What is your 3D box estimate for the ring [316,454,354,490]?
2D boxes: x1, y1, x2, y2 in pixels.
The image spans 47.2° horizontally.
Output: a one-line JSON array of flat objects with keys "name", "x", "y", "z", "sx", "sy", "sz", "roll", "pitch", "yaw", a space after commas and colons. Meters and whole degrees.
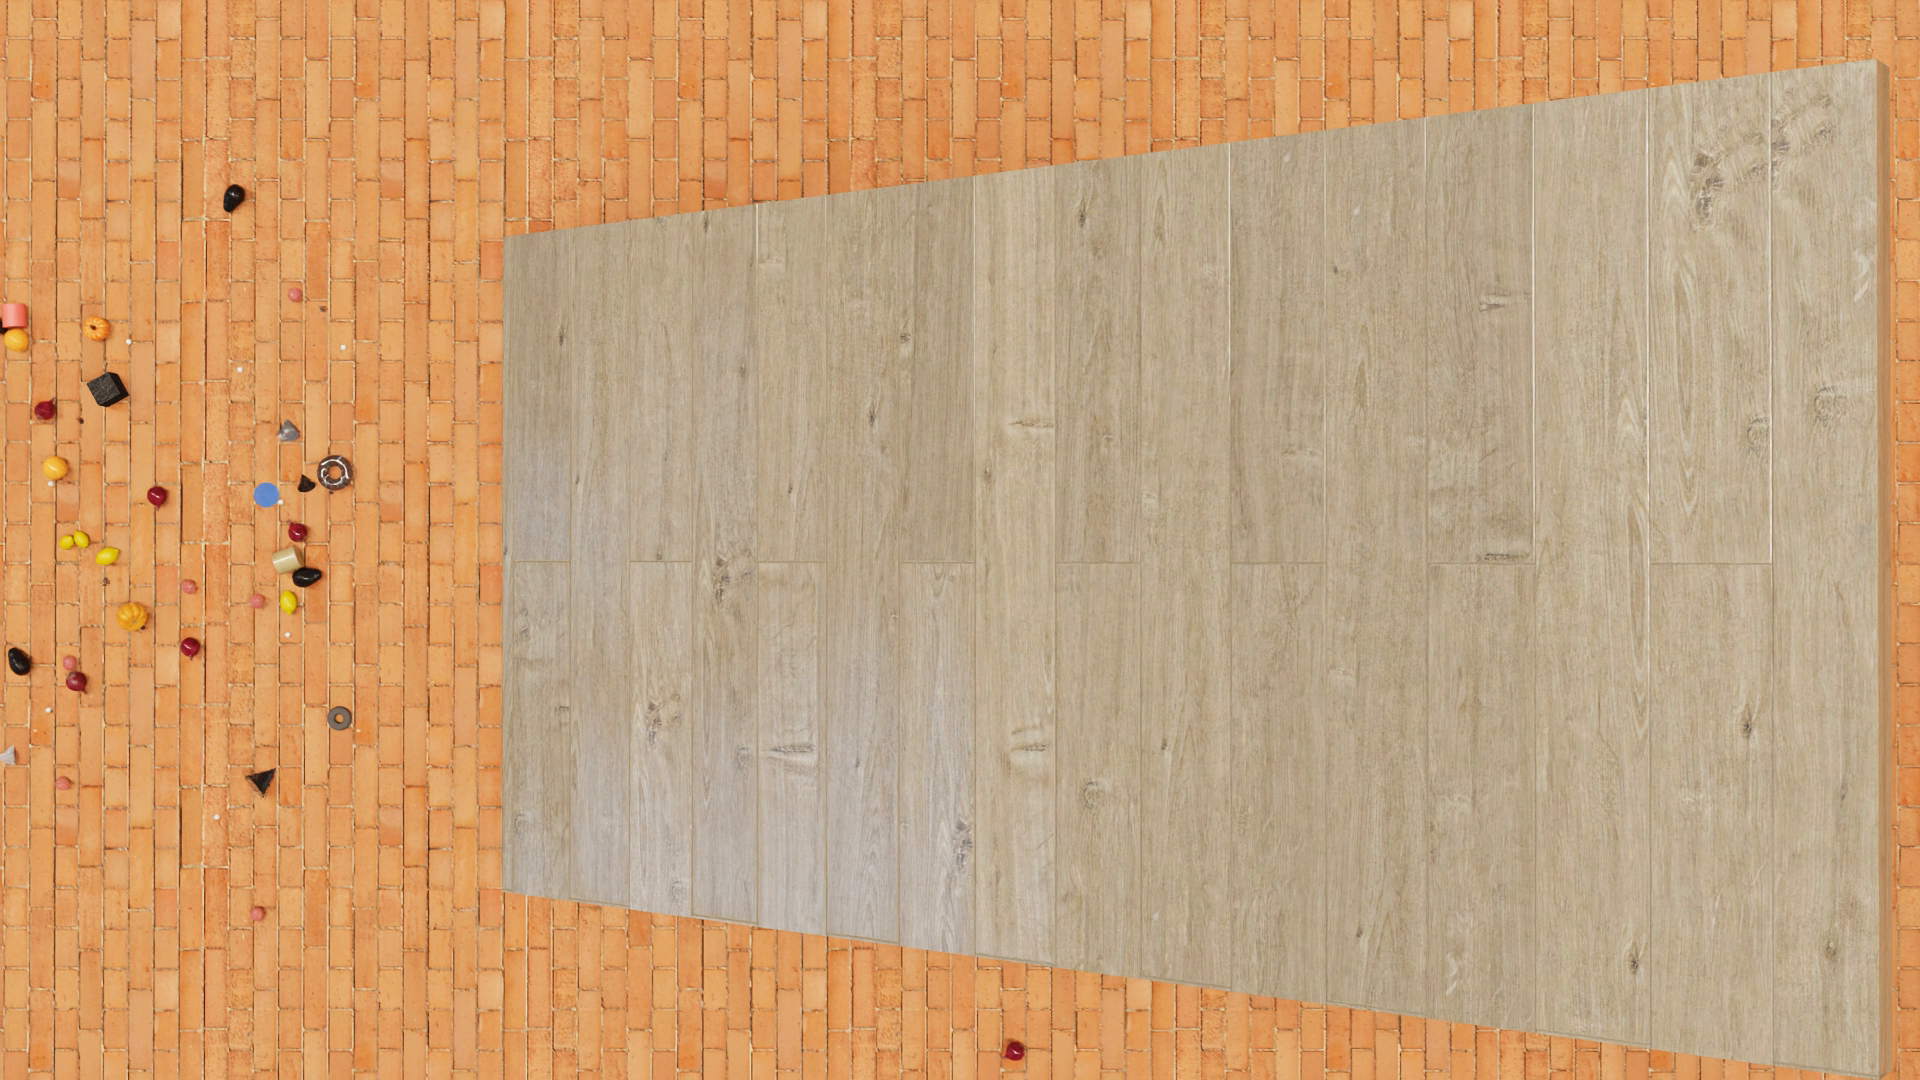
[{"name": "ring", "x": -1.926, "y": -0.207, "z": 6.778, "sx": 0.113, "sy": 0.038, "sz": 0.113, "roll": 0, "pitch": 90, "yaw": -1}]

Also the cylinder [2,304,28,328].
[{"name": "cylinder", "x": -2.910, "y": -0.688, "z": 6.765, "sx": 0.069, "sy": 0.069, "sz": 0.069, "roll": -4, "pitch": 90, "yaw": 0}]

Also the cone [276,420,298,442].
[{"name": "cone", "x": -2.075, "y": -0.349, "z": 6.783, "sx": 0.064, "sy": 0.064, "sz": 0.064, "roll": -7, "pitch": 55, "yaw": 0}]

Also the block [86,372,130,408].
[{"name": "block", "x": -2.619, "y": -0.462, "z": 6.760, "sx": 0.076, "sy": 0.076, "sz": 0.076, "roll": -29, "pitch": 90, "yaw": 0}]

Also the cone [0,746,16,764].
[{"name": "cone", "x": -2.927, "y": 0.655, "z": 6.777, "sx": 0.057, "sy": 0.057, "sz": 0.057, "roll": 15, "pitch": 63, "yaw": 0}]

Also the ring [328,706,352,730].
[{"name": "ring", "x": -1.913, "y": 0.550, "z": 6.779, "sx": 0.075, "sy": 0.025, "sz": 0.075, "roll": 0, "pitch": 91, "yaw": 1}]

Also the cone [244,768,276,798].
[{"name": "cone", "x": -2.140, "y": 0.732, "z": 6.770, "sx": 0.085, "sy": 0.085, "sz": 0.085, "roll": 47, "pitch": 63, "yaw": 0}]

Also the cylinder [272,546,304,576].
[{"name": "cylinder", "x": -2.064, "y": 0.062, "z": 6.758, "sx": 0.072, "sy": 0.072, "sz": 0.072, "roll": -20, "pitch": 90, "yaw": 0}]

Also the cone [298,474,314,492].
[{"name": "cone", "x": -2.023, "y": -0.185, "z": 6.784, "sx": 0.054, "sy": 0.054, "sz": 0.054, "roll": -24, "pitch": 59, "yaw": 0}]

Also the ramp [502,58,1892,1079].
[{"name": "ramp", "x": 0.231, "y": 0.065, "z": 5.549, "sx": 4.000, "sy": 0.100, "sz": 2.000, "roll": 0, "pitch": 89, "yaw": 37}]

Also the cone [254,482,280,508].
[{"name": "cone", "x": -2.143, "y": -0.140, "z": 6.757, "sx": 0.078, "sy": 0.078, "sz": 0.078, "roll": 0, "pitch": 90, "yaw": 0}]
